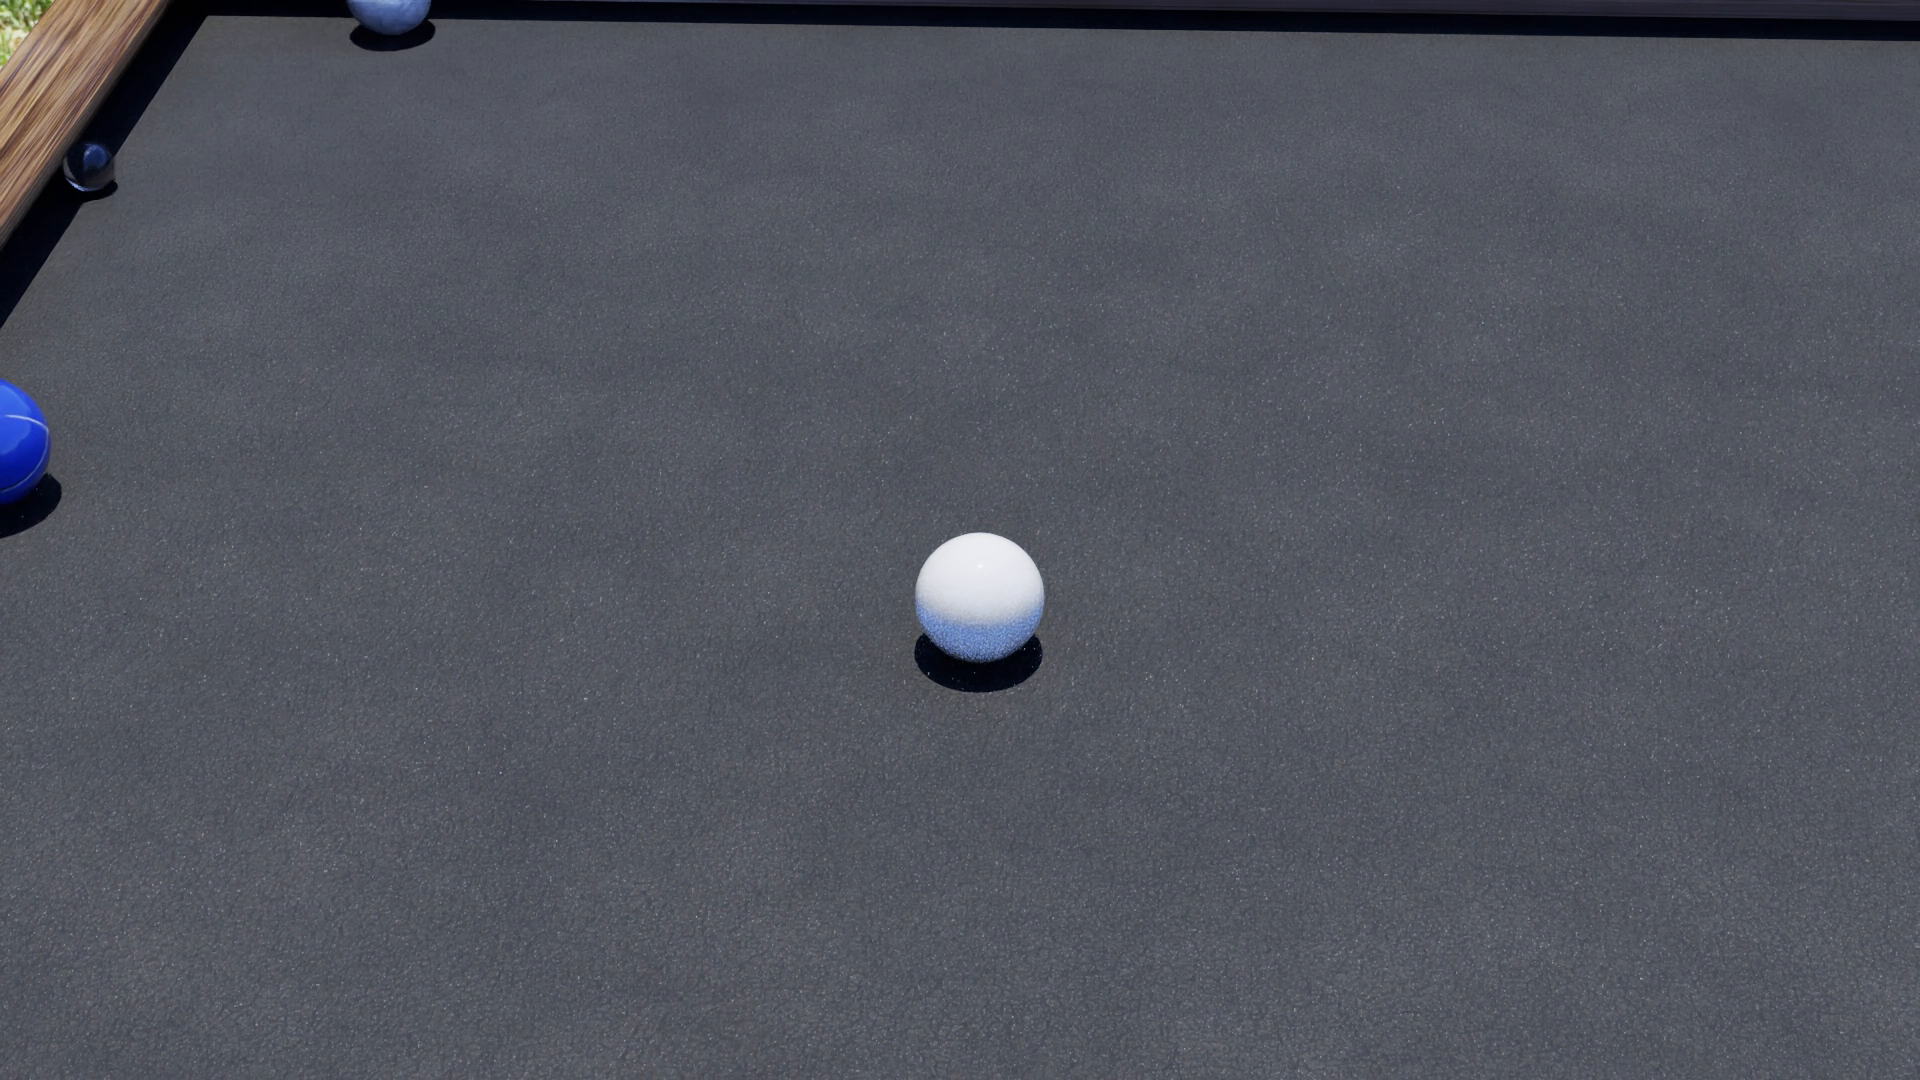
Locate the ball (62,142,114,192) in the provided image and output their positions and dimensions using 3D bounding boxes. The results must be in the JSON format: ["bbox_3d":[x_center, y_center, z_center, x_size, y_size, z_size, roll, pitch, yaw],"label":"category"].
[{"bbox_3d":[-0.758,-0.325,2.232,0.043,0.043,0.043,0,36,0],"label":"ball"}]

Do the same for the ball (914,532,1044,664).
[{"bbox_3d":[0.013,0.038,1.687,0.086,0.086,0.086,0,36,0],"label":"ball"}]

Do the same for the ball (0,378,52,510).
[{"bbox_3d":[-0.698,-0.068,1.826,0.097,0.097,0.097,0,36,0],"label":"ball"}]

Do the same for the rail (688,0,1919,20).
[{"bbox_3d":[0.857,-0.554,2.479,3.294,0.126,0.045,1,36,2],"label":"rail"}]

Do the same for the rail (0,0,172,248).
[{"bbox_3d":[-0.799,-0.042,1.762,0.045,0.126,1.927,1,36,2],"label":"rail"}]

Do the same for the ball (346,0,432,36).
[{"bbox_3d":[-0.553,-0.530,2.485,0.083,0.083,0.083,0,36,0],"label":"ball"}]
